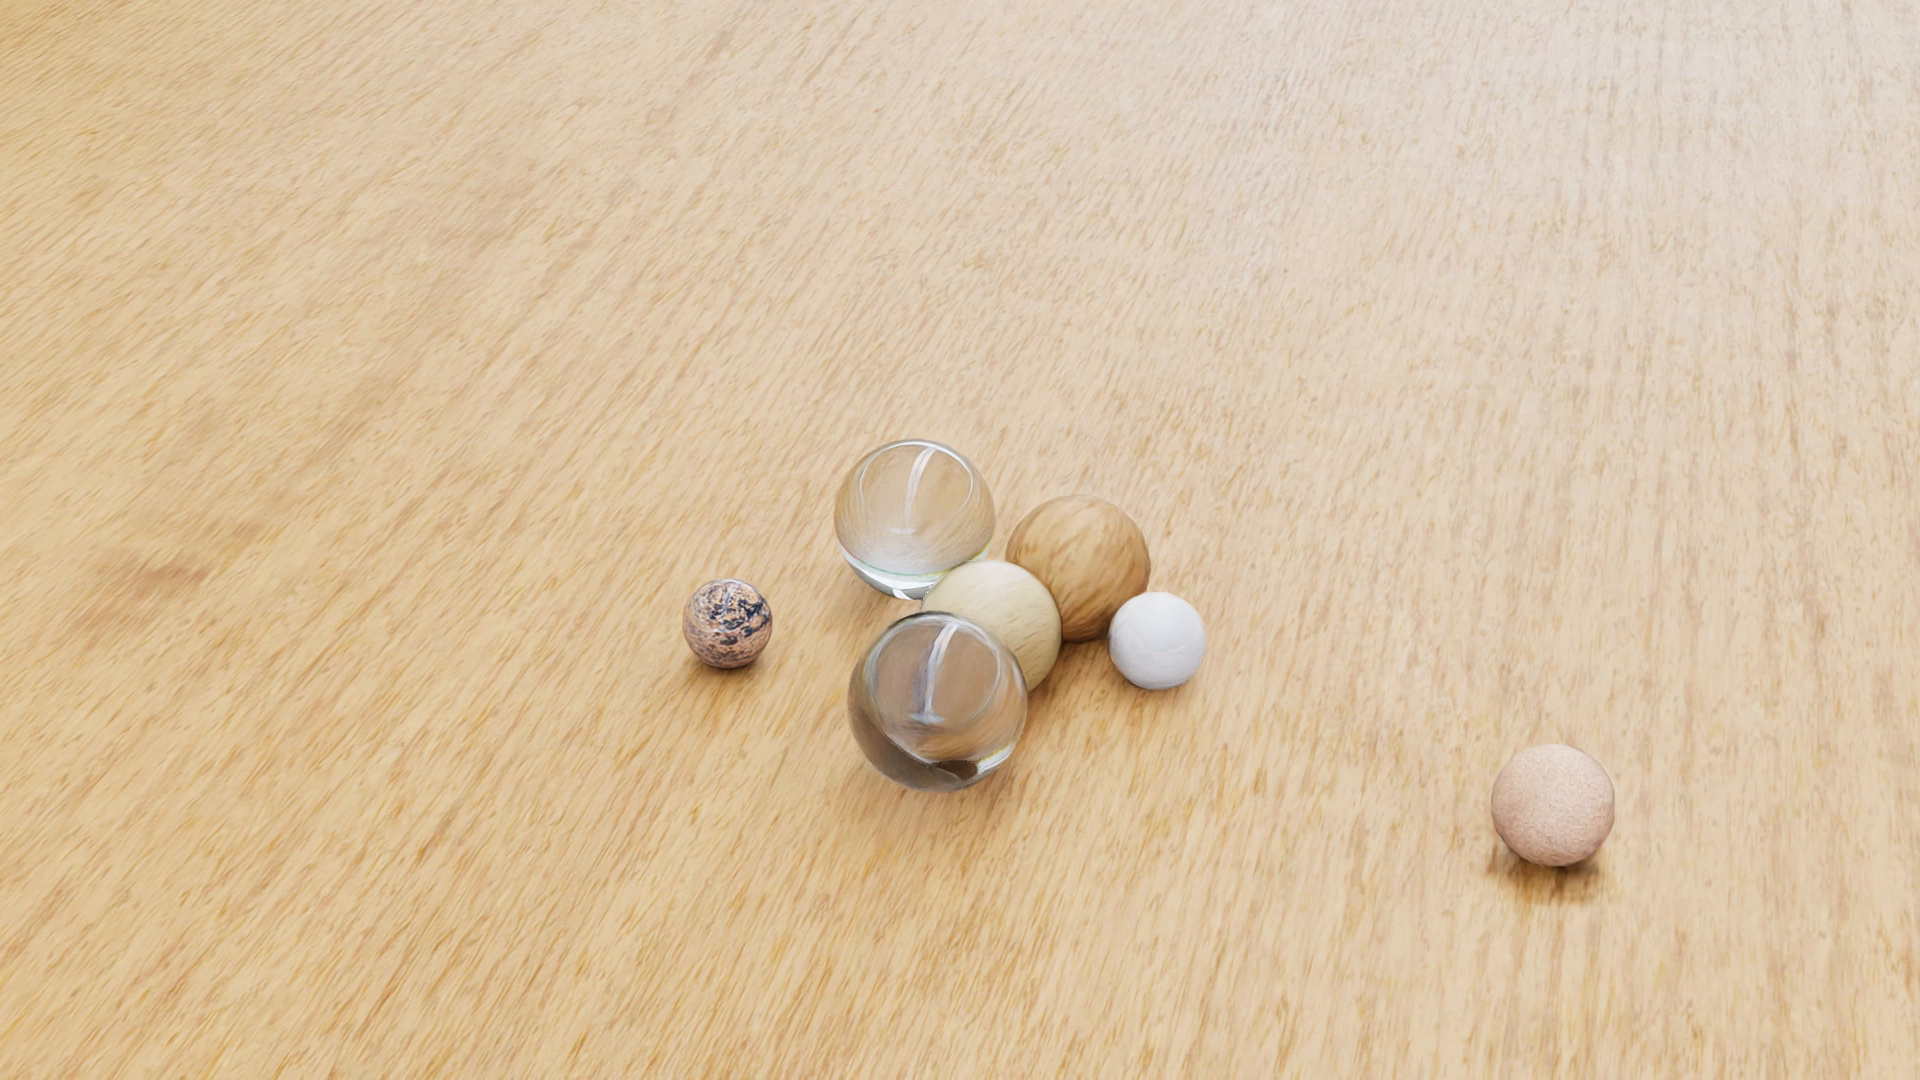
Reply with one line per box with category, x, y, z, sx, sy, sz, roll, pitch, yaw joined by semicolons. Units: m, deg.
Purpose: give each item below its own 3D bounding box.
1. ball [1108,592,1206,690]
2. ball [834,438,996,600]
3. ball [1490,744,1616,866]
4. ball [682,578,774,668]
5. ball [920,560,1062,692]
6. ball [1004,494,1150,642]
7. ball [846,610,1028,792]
ball;0.103;0.052;1.538;0.051;0.051;0.051;0;30;0
ball;-0.025;-0.011;1.610;0.089;0.089;0.089;0;30;0
ball;0.283;0.127;1.404;0.059;0.059;0.059;0;30;0
ball;-0.123;0.044;1.556;0.048;0.048;0.048;0;30;0
ball;0.015;0.047;1.523;0.075;0.075;0.075;0;30;0
ball;0.063;0.015;1.575;0.079;0.079;0.079;0;30;0
ball;-0.011;0.080;1.453;0.090;0.090;0.090;0;30;0
